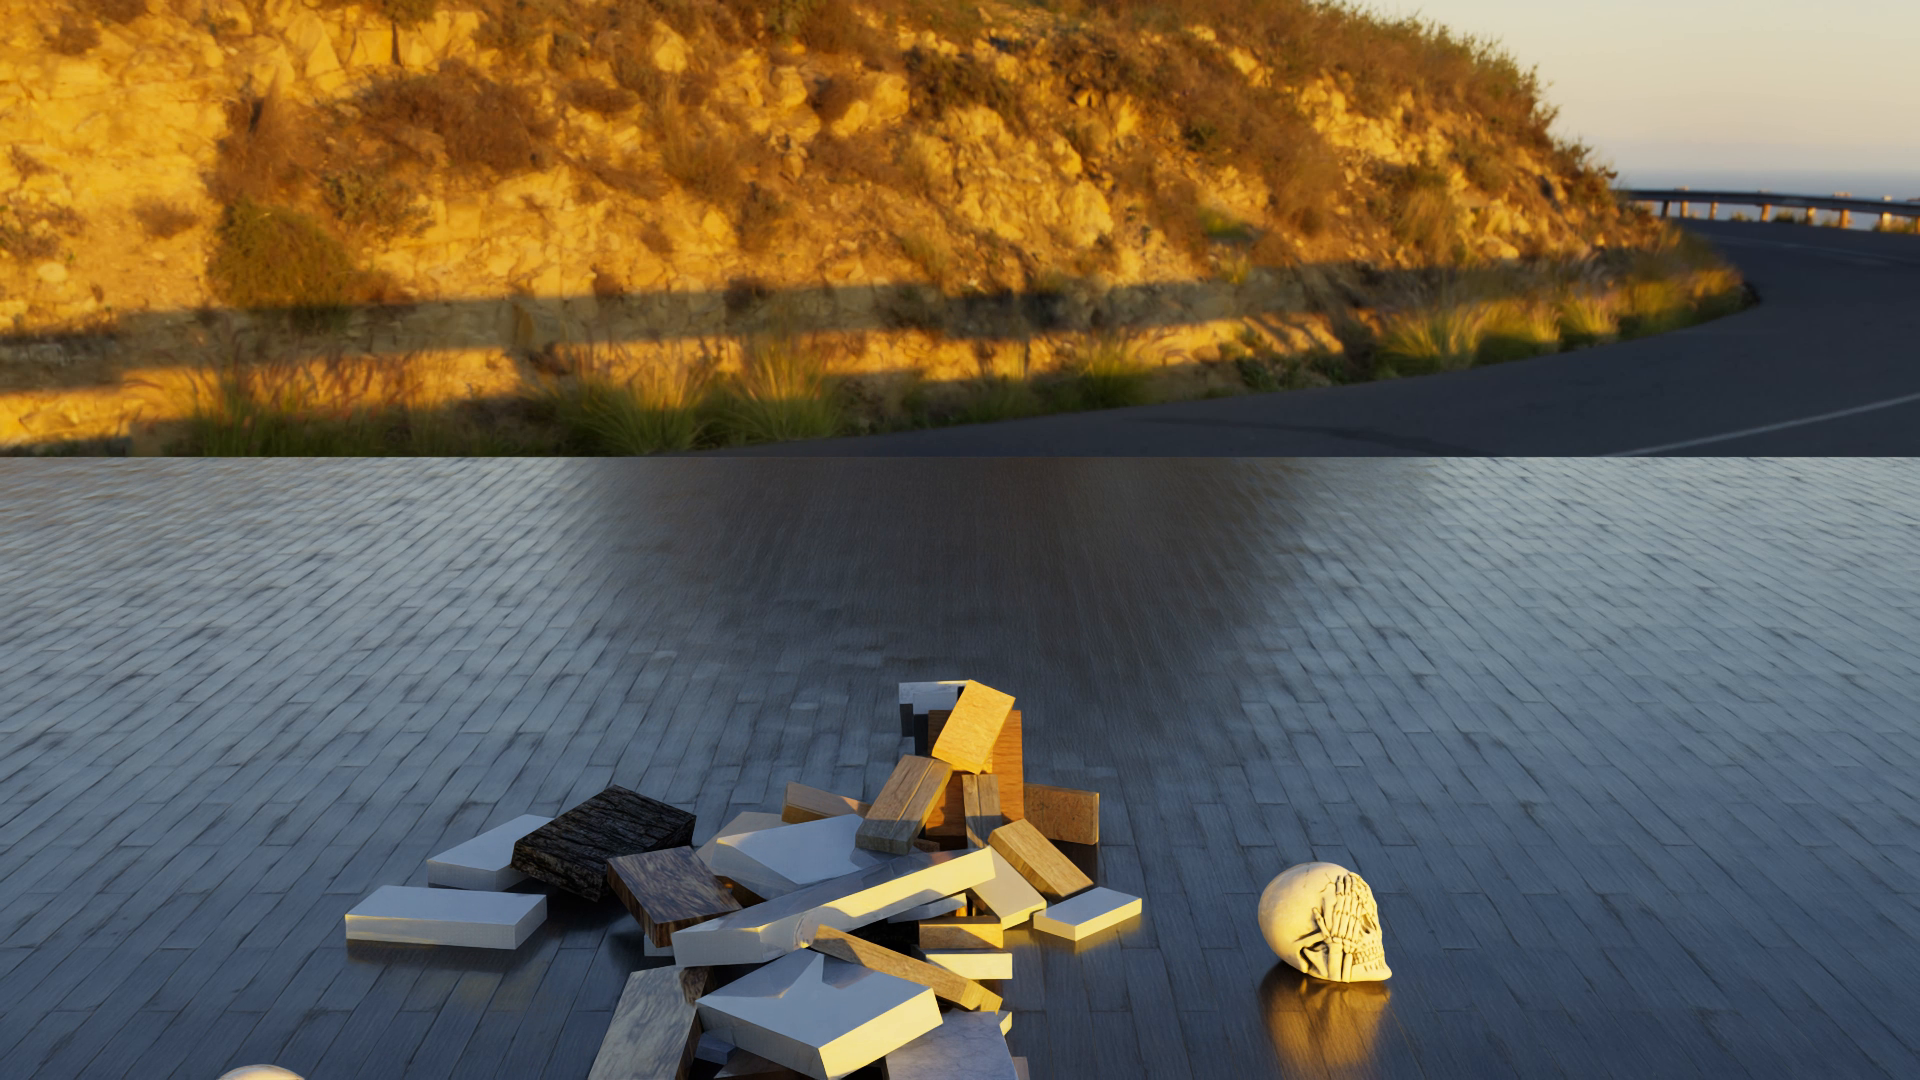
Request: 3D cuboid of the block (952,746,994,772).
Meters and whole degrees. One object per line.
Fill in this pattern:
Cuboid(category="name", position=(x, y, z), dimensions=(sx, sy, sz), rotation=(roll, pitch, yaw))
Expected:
Cuboid(category="block", position=(0.025, 0.363, 3.939), dimensions=(0.069, 0.020, 0.138), rotation=(2, 35, 2))

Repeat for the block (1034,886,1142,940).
Cuboid(category="block", position=(0.206, 0.601, 3.543), dimensions=(0.085, 0.024, 0.171), rotation=(9, 14, 41))

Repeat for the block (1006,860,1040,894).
Cuboid(category="block", position=(0.071, 0.560, 3.699), dimensions=(0.146, 0.021, 0.073), rotation=(20, 15, 41))

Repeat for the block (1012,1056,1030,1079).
Cuboid(category="block", position=(0.015, 0.745, 2.711), dimensions=(0.159, 0.045, 0.413), rotation=(0, 11, -2))

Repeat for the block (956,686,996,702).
Cuboid(category="block", position=(0.028, 0.316, 4.053), dimensions=(0.069, 0.138, 0.020), rotation=(1, 54, -2))

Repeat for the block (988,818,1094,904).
Cuboid(category="block", position=(0.134, 0.537, 3.668), dimensions=(0.171, 0.024, 0.086), rotation=(41, 32, 28))

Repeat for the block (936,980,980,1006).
Cuboid(category="block", position=(-0.013, 0.650, 3.195), dimensions=(0.081, 0.023, 0.161), rotation=(0, -1, -1))

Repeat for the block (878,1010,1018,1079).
Cuboid(category="block", position=(-0.013, 0.684, 2.790), dimensions=(0.159, 0.045, 0.319), rotation=(-1, 11, -7))

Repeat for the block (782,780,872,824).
Cuboid(category="block", position=(-0.205, 0.492, 3.894), dimensions=(0.220, 0.031, 0.110), rotation=(17, 15, -8))

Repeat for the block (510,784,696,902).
Cuboid(category="block", position=(-0.611, 0.520, 3.803), dimensions=(0.169, 0.048, 0.347), rotation=(18, 16, 16))

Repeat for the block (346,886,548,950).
Cuboid(category="block", position=(-0.817, 0.600, 3.505), dimensions=(0.280, 0.040, 0.140), rotation=(2, 11, 10))

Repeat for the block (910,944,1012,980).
Cuboid(category="block", position=(-0.001, 0.616, 3.221), dimensions=(0.122, 0.035, 0.244), rotation=(0, -7, -6))

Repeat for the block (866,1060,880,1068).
Cuboid(category="block", position=(-0.137, 0.700, 3.026), dimensions=(0.136, 0.019, 0.068), rotation=(2, 11, 12))

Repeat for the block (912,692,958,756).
Cuboid(category="block", position=(-0.017, 0.357, 4.263), dimensions=(0.145, 0.041, 0.290), rotation=(-2, -21, -1))

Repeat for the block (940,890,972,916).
Cuboid(category="block", position=(-0.017, 0.586, 3.634), dimensions=(0.073, 0.021, 0.146), rotation=(1, 11, 7))

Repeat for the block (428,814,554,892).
Cuboid(category="block", position=(-0.779, 0.542, 3.817), dimensions=(0.140, 0.040, 0.280), rotation=(5, 12, 24))

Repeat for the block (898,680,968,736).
Cuboid(category="block", position=(-0.044, 0.335, 4.340), dimensions=(0.145, 0.041, 0.290), rotation=(-2, -18, -1))

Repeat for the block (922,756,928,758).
Cuboid(category="block", position=(-0.003, 0.389, 4.637), dimensions=(0.145, 0.041, 0.480), rotation=(0, 11, 0))

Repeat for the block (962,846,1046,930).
Cuboid(category="block", position=(0.058, 0.564, 3.576), dimensions=(0.085, 0.024, 0.171), rotation=(-17, 33, -27))

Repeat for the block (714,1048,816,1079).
Cuboid(category="block", position=(-0.226, 0.684, 2.971), dimensions=(0.123, 0.035, 0.246), rotation=(-11, 8, 19))

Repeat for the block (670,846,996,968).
Cuboid(category="block", position=(-0.182, 0.558, 3.368), dimensions=(0.177, 0.050, 0.551), rotation=(-11, -2, 38))

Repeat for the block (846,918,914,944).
Cuboid(category="block", position=(-0.186, 0.608, 3.487), dimensions=(0.221, 0.031, 0.110), rotation=(-1, 11, -6))

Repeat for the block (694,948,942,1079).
Cuboid(category="block", position=(-0.194, 0.631, 2.943), dimensions=(0.177, 0.050, 0.354), rotation=(-22, 11, -31))

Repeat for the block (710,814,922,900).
Cuboid(category="block", position=(-0.224, 0.528, 3.619), dimensions=(0.177, 0.050, 0.354), rotation=(24, 14, 33))

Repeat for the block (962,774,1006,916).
Cuboid(category="block", position=(0.043, 0.510, 3.710), dimensions=(0.062, 0.017, 0.351), rotation=(-1, 31, -3))

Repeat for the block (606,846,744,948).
Cuboid(category="block", position=(-0.455, 0.563, 3.492), dimensions=(0.140, 0.040, 0.280), rotation=(-6, 16, -23))

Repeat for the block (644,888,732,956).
Cuboid(category="block", position=(-0.429, 0.606, 3.495), dimensions=(0.110, 0.031, 0.220), rotation=(0, 11, 1))

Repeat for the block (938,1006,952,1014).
Cuboid(category="block", position=(-0.003, 0.687, 3.085), dimensions=(0.081, 0.023, 0.161), rotation=(0, 11, -2))

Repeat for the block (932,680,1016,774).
Cuboid(category="block", position=(0.025, 0.332, 3.918), dimensions=(0.090, 0.025, 0.180), rotation=(22, 44, 8))

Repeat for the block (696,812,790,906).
Cuboid(category="block", position=(-0.350, 0.545, 3.779), dimensions=(0.169, 0.048, 0.337), rotation=(3, 11, 14))

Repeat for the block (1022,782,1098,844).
Cuboid(category="block", position=(0.161, 0.490, 3.961), dimensions=(0.180, 0.090, 0.025), rotation=(5, 12, 26))

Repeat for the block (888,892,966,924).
Cuboid(category="block", position=(-0.052, 0.577, 3.445), dimensions=(0.073, 0.021, 0.146), rotation=(-11, -6, 22))

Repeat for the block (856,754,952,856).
Cuboid(category="block", position=(-0.093, 0.450, 3.761), dimensions=(0.090, 0.025, 0.283), rotation=(7, 24, 14))

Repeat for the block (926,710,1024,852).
Cuboid(category="block", position=(0.026, 0.428, 3.905), dimensions=(0.169, 0.048, 0.337), rotation=(0, 35, 0))

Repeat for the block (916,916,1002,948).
Cuboid(category="block", position=(-0.003, 0.596, 3.346), dimensions=(0.122, 0.035, 0.244), rotation=(0, -7, -2))

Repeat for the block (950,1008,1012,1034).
Cuboid(category="block", position=(0.005, 0.679, 3.002), dimensions=(0.081, 0.023, 0.161), rotation=(4, 12, 21))

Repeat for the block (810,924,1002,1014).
Cuboid(category="block", position=(-0.074, 0.598, 3.036), dimensions=(0.244, 0.035, 0.122), rotation=(14, -17, 29))

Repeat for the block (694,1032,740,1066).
Cuboid(category="block", position=(-0.311, 0.692, 3.065), dimensions=(0.068, 0.019, 0.136), rotation=(6, 12, 30))

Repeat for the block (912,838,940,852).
Cuboid(category="block", position=(-0.091, 0.540, 3.768), dimensions=(0.123, 0.062, 0.017), rotation=(7, 12, 32))

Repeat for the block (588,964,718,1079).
Cuboid(category="block", position=(-0.423, 0.709, 2.875), dimensions=(0.123, 0.035, 0.733), rotation=(-10, 10, 2))
